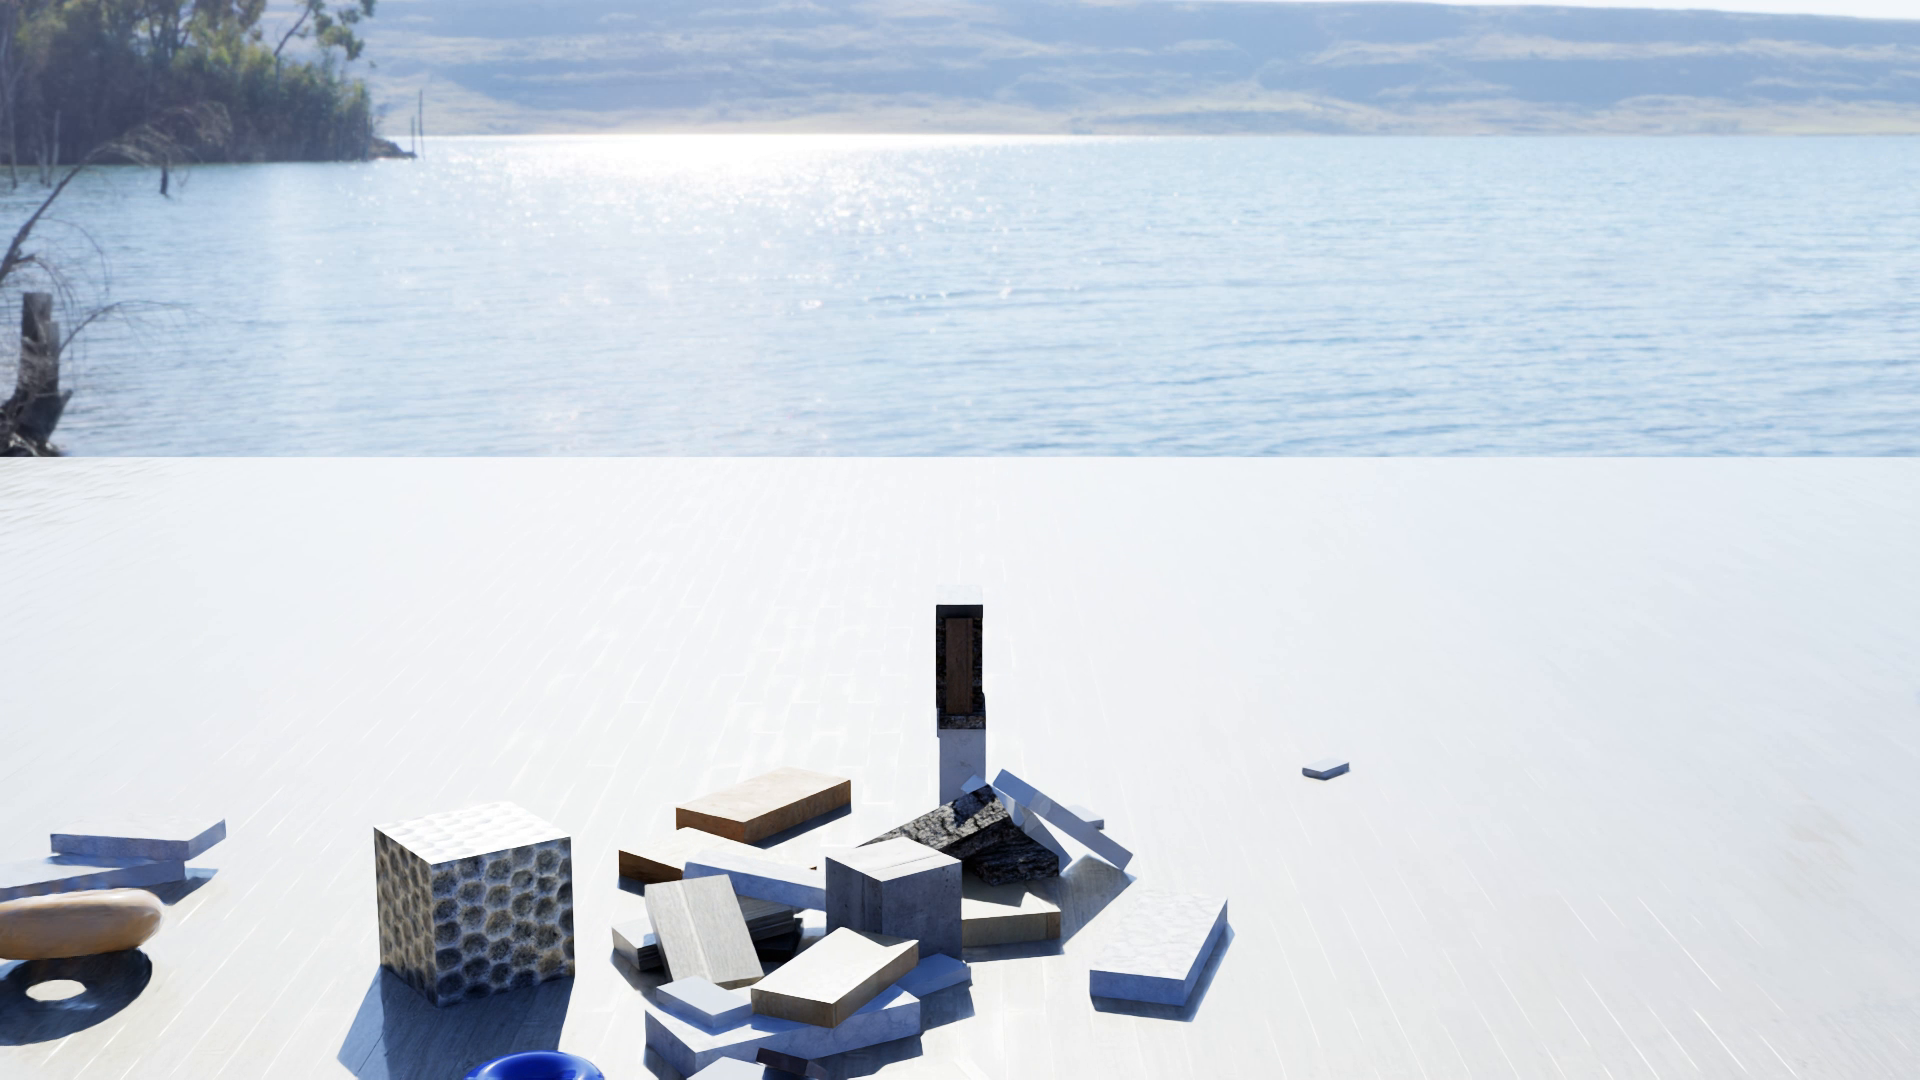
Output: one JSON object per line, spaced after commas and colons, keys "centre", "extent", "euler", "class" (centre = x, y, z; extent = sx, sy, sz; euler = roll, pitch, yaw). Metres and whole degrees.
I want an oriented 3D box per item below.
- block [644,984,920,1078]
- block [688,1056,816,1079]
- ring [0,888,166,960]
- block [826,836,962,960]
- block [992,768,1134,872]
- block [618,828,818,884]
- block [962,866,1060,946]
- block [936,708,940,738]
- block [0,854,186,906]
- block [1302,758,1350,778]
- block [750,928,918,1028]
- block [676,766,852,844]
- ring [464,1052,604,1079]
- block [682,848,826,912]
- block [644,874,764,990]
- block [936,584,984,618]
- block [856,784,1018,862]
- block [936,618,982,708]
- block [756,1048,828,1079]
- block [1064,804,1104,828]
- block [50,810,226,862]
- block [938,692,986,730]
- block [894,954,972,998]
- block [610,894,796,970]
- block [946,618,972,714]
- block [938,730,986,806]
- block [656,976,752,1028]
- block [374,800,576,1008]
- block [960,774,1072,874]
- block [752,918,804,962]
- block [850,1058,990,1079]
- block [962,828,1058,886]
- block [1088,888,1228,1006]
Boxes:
{"centre": [-0.248, 0.674, 3.081], "extent": [0.344, 0.049, 0.172], "euler": [-6, 12, -30], "class": "block"}
{"centre": [-0.321, 0.741, 2.720], "extent": [0.172, 0.049, 0.344], "euler": [6, 12, 28], "class": "block"}
{"centre": [-1.348, 0.584, 3.346], "extent": [0.261, 0.087, 0.261], "euler": [-5, -5, 0], "class": "ring"}
{"centre": [-0.103, 0.564, 3.397], "extent": [0.151, 0.151, 0.151], "euler": [-8, 13, -37], "class": "block"}
{"centre": [0.177, 0.480, 3.770], "extent": [0.245, 0.035, 0.122], "euler": [36, -6, -31], "class": "block"}
{"centre": [-0.411, 0.558, 3.717], "extent": [0.319, 0.045, 0.159], "euler": [9, 14, 40], "class": "block"}
{"centre": [0.044, 0.581, 3.596], "extent": [0.159, 0.045, 0.319], "euler": [-2, 11, -13], "class": "block"}
{"centre": [-0.002, 0.246, 4.201], "extent": [0.088, 0.266, 0.025], "euler": [0, 11, 0], "class": "block"}
{"centre": [-1.560, 0.572, 3.665], "extent": [0.490, 0.037, 0.130], "euler": [-6, 12, -31], "class": "block"}
{"centre": [0.727, 0.453, 4.371], "extent": [0.048, 0.014, 0.096], "euler": [10, 14, 43], "class": "block"}
{"centre": [-0.175, 0.621, 3.134], "extent": [0.130, 0.037, 0.260], "euler": [5, 12, 25], "class": "block"}
{"centre": [-0.361, 0.491, 4.081], "extent": [0.159, 0.045, 0.319], "euler": [7, 13, 33], "class": "block"}
{"centre": [-0.550, 0.715, 2.821], "extent": [0.197, 0.066, 0.197], "euler": [-1, 10, 0], "class": "ring"}
{"centre": [-0.303, 0.543, 3.506], "extent": [0.255, 0.036, 0.127], "euler": [10, 2, 6], "class": "block"}
{"centre": [-0.387, 0.600, 3.307], "extent": [0.130, 0.037, 0.260], "euler": [-5, 28, -17], "class": "block"}
{"centre": [-0.001, 0.114, 4.117], "extent": [0.088, 0.025, 0.175], "euler": [0, 11, 0], "class": "block"}
{"centre": [-0.055, 0.510, 3.668], "extent": [0.284, 0.040, 0.142], "euler": [-25, 19, -7], "class": "block"}
{"centre": [-0.002, 0.223, 4.078], "extent": [0.088, 0.175, 0.025], "euler": [0, 11, 0], "class": "block"}
{"centre": [-0.219, 0.689, 2.878], "extent": [0.067, 0.019, 0.134], "euler": [11, -17, 12], "class": "block"}
{"centre": [0.221, 0.511, 4.057], "extent": [0.048, 0.014, 0.096], "euler": [-5, 12, -26], "class": "block"}
{"centre": [-1.418, 0.510, 3.798], "extent": [0.255, 0.036, 0.127], "euler": [2, 11, 9], "class": "block"}
{"centre": [0.005, 0.318, 4.112], "extent": [0.087, 0.025, 0.174], "euler": [0, 11, 0], "class": "block"}
{"centre": [-0.059, 0.652, 3.278], "extent": [0.142, 0.020, 0.071], "euler": [-10, 14, -42], "class": "block"}
{"centre": [-0.400, 0.604, 3.423], "extent": [0.255, 0.036, 0.127], "euler": [-10, 11, -25], "class": "block"}
{"centre": [-0.001, 0.231, 4.027], "extent": [0.048, 0.177, 0.014], "euler": [0, 11, 0], "class": "block"}
{"centre": [0.005, 0.427, 4.073], "extent": [0.087, 0.174, 0.025], "euler": [0, 11, 0], "class": "block"}
{"centre": [-0.357, 0.643, 3.065], "extent": [0.067, 0.019, 0.134], "euler": [-9, 14, -41], "class": "block"}
{"centre": [-0.733, 0.544, 3.317], "extent": [0.220, 0.220, 0.220], "euler": [-8, 13, -36], "class": "block"}
{"centre": [0.097, 0.496, 3.854], "extent": [0.035, 0.122, 0.245], "euler": [-44, 24, -11], "class": "block"}
{"centre": [-0.289, 0.623, 3.435], "extent": [0.071, 0.020, 0.142], "euler": [1, 11, 4], "class": "block"}
{"centre": [-0.002, 0.743, 2.714], "extent": [0.172, 0.049, 0.344], "euler": [-4, 11, -22], "class": "block"}
{"centre": [0.056, 0.521, 3.701], "extent": [0.122, 0.035, 0.245], "euler": [-5, 12, -24], "class": "block"}
{"centre": [0.311, 0.622, 3.388], "extent": [0.142, 0.040, 0.368], "euler": [3, 11, 16], "class": "block"}
